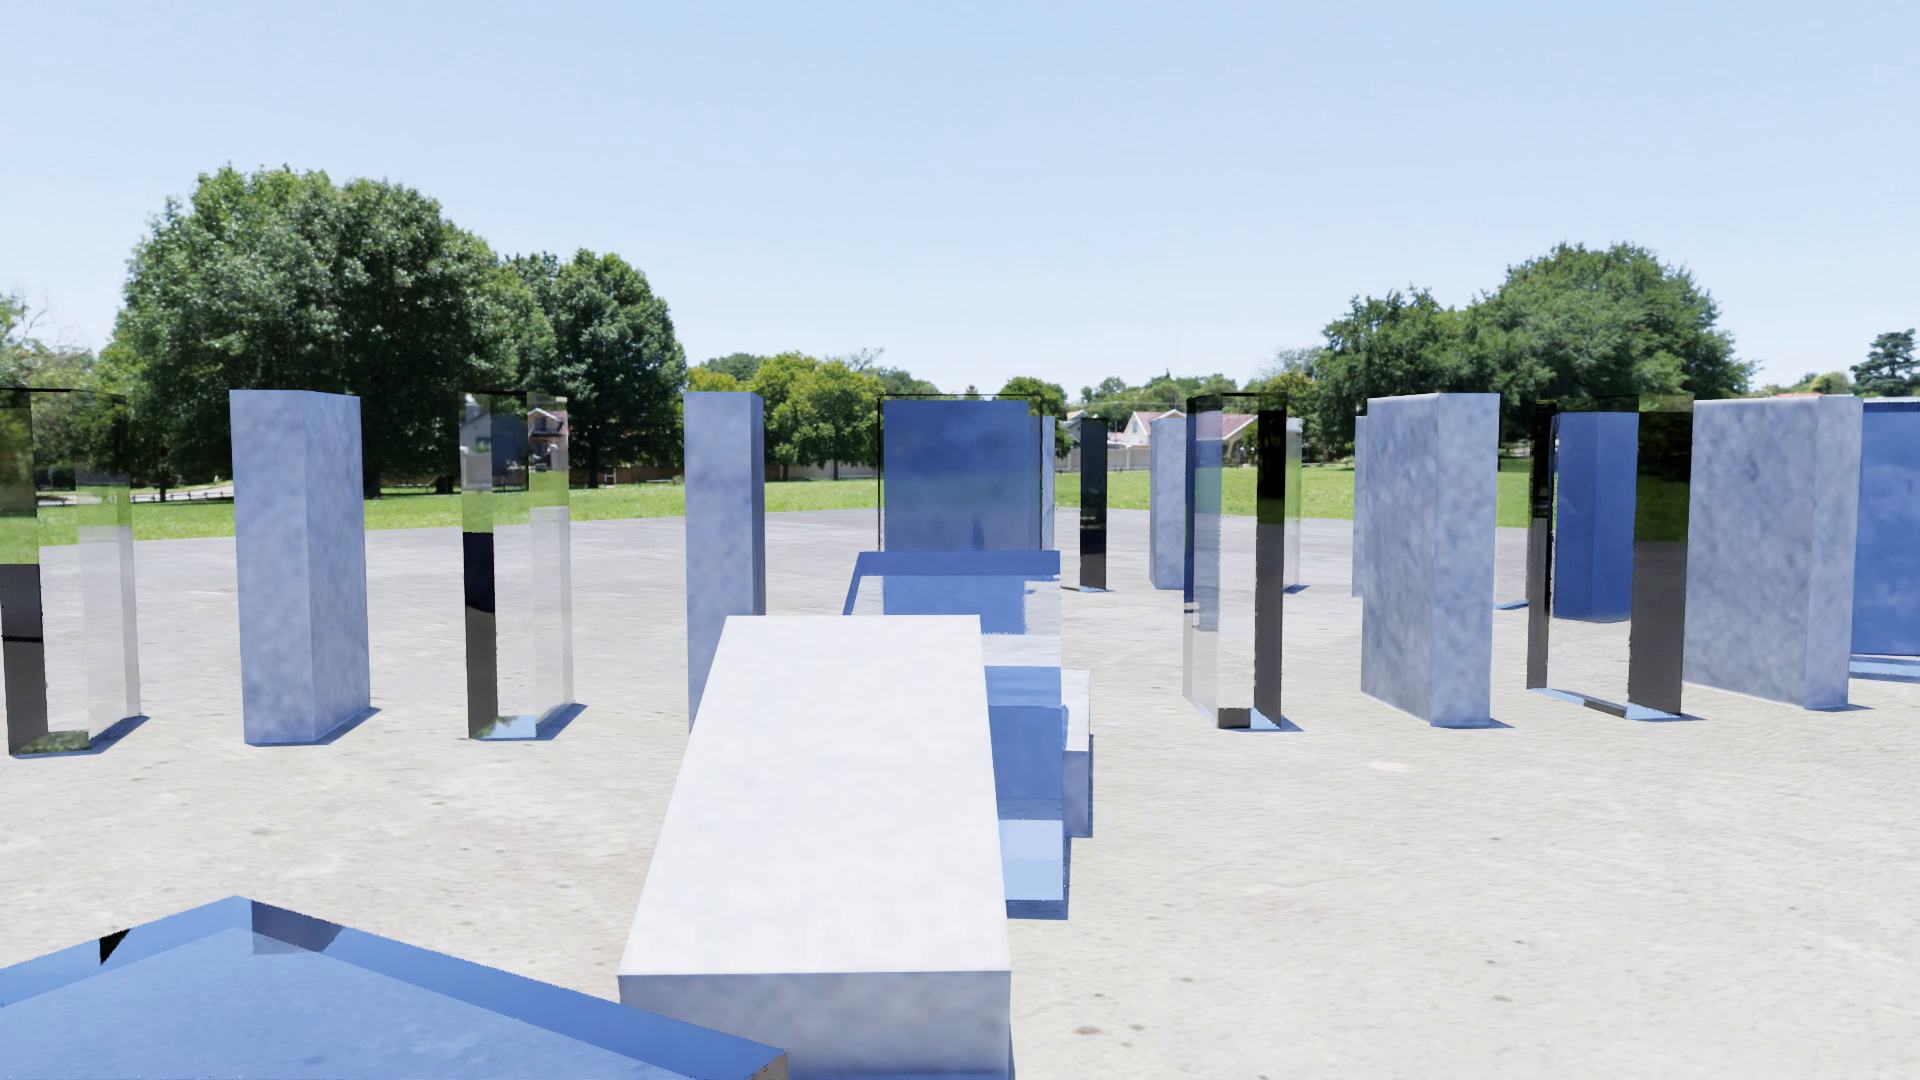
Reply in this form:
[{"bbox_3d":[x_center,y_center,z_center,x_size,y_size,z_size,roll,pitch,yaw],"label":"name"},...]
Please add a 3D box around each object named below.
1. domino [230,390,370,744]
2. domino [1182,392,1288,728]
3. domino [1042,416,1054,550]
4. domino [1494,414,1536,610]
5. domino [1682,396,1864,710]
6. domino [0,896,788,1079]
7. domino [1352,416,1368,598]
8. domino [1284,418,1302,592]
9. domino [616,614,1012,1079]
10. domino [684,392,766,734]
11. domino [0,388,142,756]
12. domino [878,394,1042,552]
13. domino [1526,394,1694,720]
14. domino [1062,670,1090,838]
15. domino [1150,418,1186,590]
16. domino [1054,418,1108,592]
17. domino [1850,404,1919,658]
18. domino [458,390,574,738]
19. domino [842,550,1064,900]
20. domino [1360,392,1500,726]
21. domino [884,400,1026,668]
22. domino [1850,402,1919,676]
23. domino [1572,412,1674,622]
[{"bbox_3d":[-0.099,0.003,0.194,0.009,0.050,0.025,-1,4,-8],"label":"domino"},{"bbox_3d":[0.043,0.002,0.203,0.010,0.050,0.025,0,4,-2],"label":"domino"},{"bbox_3d":[0.013,-0.009,0.356,0.025,0.050,0.009,2,5,24],"label":"domino"},{"bbox_3d":[0.144,-0.008,0.341,0.025,0.050,0.009,-4,6,-44],"label":"domino"},{"bbox_3d":[0.136,0.001,0.217,0.010,0.050,0.025,-1,5,-18],"label":"domino"},{"bbox_3d":[-0.037,0.032,0.071,0.050,0.010,0.025,2,5,29],"label":"domino"},{"bbox_3d":[0.120,-0.010,0.361,0.009,0.050,0.025,3,5,36],"label":"domino"},{"bbox_3d":[0.093,-0.011,0.378,0.010,0.050,0.025,2,5,26],"label":"domino"},{"bbox_3d":[-0.010,0.022,0.106,0.025,0.010,0.050,0,24,-2],"label":"domino"},{"bbox_3d":[-0.036,0.003,0.199,0.009,0.050,0.025,0,4,-4],"label":"domino"},{"bbox_3d":[-0.130,0.004,0.187,0.009,0.050,0.025,-1,5,-18],"label":"domino"},{"bbox_3d":[0.000,0.002,0.201,0.025,0.050,0.009,0,4,0],"label":"domino"},{"bbox_3d":[0.105,0.002,0.210,0.010,0.050,0.025,-1,4,-11],"label":"domino"},{"bbox_3d":[0.004,0.025,0.165,0.025,0.010,0.050,0,4,6],"label":"domino"},{"bbox_3d":[0.063,-0.011,0.386,0.009,0.050,0.025,0,4,4],"label":"domino"},{"bbox_3d":[0.032,-0.011,0.380,0.009,0.050,0.025,-2,5,-30],"label":"domino"},{"bbox_3d":[0.180,-0.002,0.258,0.025,0.050,0.010,1,2,14],"label":"domino"},{"bbox_3d":[-0.067,0.003,0.197,0.010,0.050,0.025,0,4,-4],"label":"domino"},{"bbox_3d":[-0.002,0.017,0.140,0.025,0.010,0.050,0,28,4],"label":"domino"},{"bbox_3d":[0.074,0.002,0.205,0.009,0.050,0.025,0,4,-6],"label":"domino"},{"bbox_3d":[-0.001,0.000,0.232,0.025,0.050,0.009,0,4,-2],"label":"domino"},{"bbox_3d":[0.172,-0.001,0.240,0.025,0.050,0.009,3,-14,34],"label":"domino"},{"bbox_3d":[0.163,-0.006,0.316,0.025,0.050,0.009,-3,5,-34],"label":"domino"}]
